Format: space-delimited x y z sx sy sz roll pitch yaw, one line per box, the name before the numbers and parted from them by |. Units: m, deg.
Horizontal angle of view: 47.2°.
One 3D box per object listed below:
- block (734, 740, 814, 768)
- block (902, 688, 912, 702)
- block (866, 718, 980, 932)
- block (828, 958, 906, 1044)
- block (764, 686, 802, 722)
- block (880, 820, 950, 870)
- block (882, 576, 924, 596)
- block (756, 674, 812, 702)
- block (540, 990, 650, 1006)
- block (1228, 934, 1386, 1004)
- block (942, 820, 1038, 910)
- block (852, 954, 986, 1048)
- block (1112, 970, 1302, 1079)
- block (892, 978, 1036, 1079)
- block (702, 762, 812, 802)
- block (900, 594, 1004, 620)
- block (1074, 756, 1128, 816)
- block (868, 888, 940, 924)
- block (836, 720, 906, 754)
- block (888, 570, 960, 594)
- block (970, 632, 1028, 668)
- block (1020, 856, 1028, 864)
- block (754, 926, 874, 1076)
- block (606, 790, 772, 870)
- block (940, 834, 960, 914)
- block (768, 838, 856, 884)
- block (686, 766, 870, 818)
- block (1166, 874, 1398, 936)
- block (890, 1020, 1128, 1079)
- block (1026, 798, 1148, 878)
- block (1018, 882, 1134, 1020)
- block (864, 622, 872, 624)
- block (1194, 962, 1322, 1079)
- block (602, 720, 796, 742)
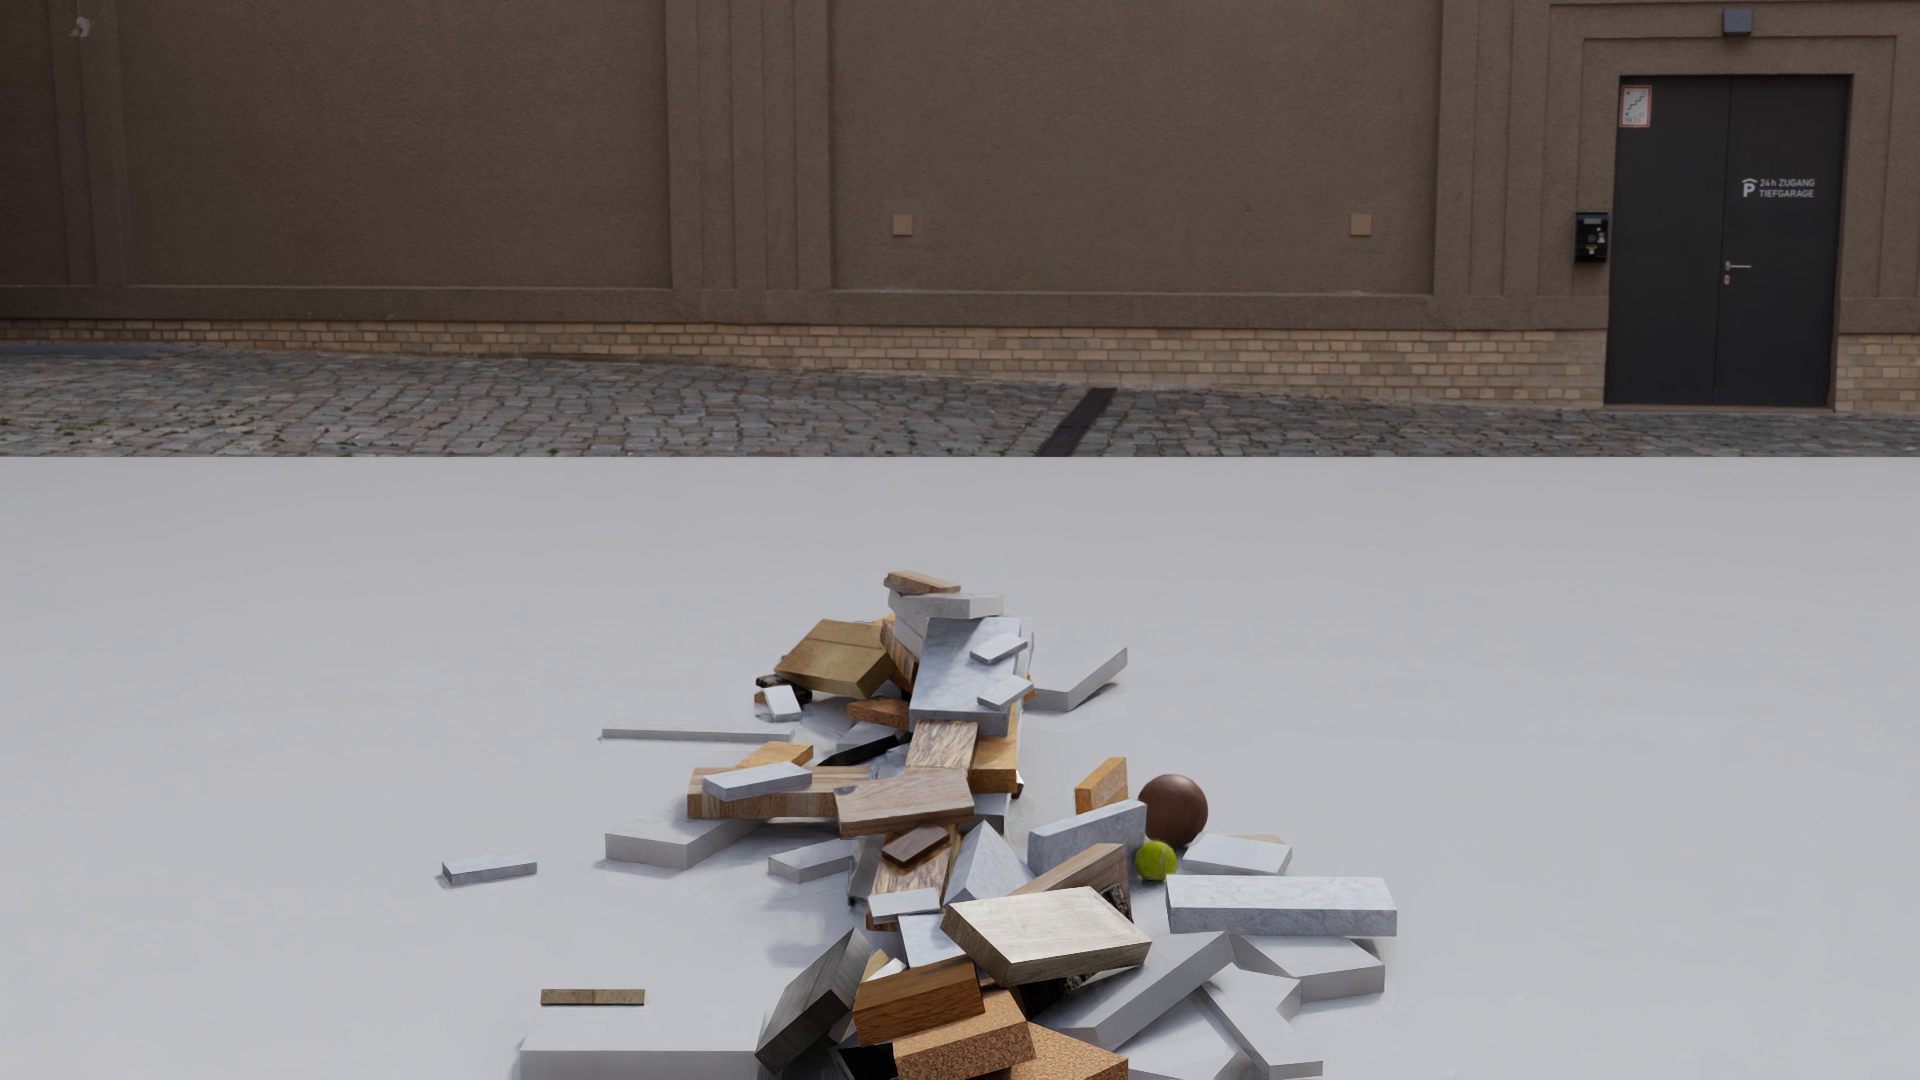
block | -0.370 0.442 4.392 0.094 0.027 0.188 3 11 16
block | -0.087 0.353 4.878 0.085 0.024 0.169 0 11 -2
block | -0.055 0.453 3.566 0.108 0.030 0.544 2 29 7
block | -0.131 0.653 3.120 0.021 0.075 0.149 32 21 17
block | -0.387 0.355 4.793 0.059 0.017 0.119 -5 27 -15
block | -0.070 0.481 3.469 0.052 0.015 0.104 24 38 39
block | -0.089 0.102 4.591 0.069 0.020 0.139 -2 15 -44
block | -0.392 0.331 4.896 0.119 0.017 0.059 23 19 35
block | -0.516 0.660 3.121 0.146 0.021 0.073 0 -31 0
block | 0.507 0.625 3.361 0.150 0.043 0.301 -4 11 -19
block | 0.062 0.559 3.418 0.047 0.164 0.328 -41 4 11
block | -0.053 0.601 2.891 0.160 0.045 0.320 -15 -5 -2
block | 0.336 0.684 3.042 0.157 0.044 0.393 5 12 26
block | -0.005 0.629 2.822 0.160 0.045 0.528 -15 -5 -4
block | -0.364 0.433 3.945 0.176 0.025 0.088 -7 13 -33
block | -0.011 0.123 4.129 0.126 0.036 0.333 2 0 12
block | 0.259 0.474 3.993 0.030 0.108 0.215 -1 9 21
block | -0.084 0.554 3.333 0.103 0.015 0.052 -7 29 -8
block | -0.181 0.408 4.576 0.094 0.027 0.227 2 11 13
block | -0.075 0.090 4.559 0.139 0.020 0.069 16 13 33
block | 0.070 0.197 3.972 0.098 0.014 0.049 -24 35 -38
block | 0.098 0.566 3.661 0.014 0.049 0.098 4 11 15
block | -0.199 0.635 3.048 0.139 0.039 0.277 -42 3 8
block | -0.482 0.513 3.958 0.162 0.046 0.324 4 11 23
block | -0.043 0.536 3.468 0.075 0.021 0.216 1 28 3
block | -0.235 0.552 3.805 0.176 0.025 0.088 -9 14 -40
block | -0.327 0.458 4.001 0.324 0.046 0.162 0 11 -2
block | 0.497 0.569 3.430 0.344 0.043 0.150 0 10 2
block | 0.030 0.691 2.720 0.173 0.049 0.346 10 14 43
block | 0.212 0.523 3.679 0.253 0.126 0.036 -10 18 -43
block | 0.173 0.606 3.191 0.039 0.139 0.277 -19 -2 34
block | -0.095 0.212 5.358 0.163 0.046 0.327 -9 -4 33
block | 0.391 0.650 3.045 0.073 0.021 0.414 -2 11 -12
block | -0.549 0.403 4.622 0.398 0.020 0.070 1 11 6
